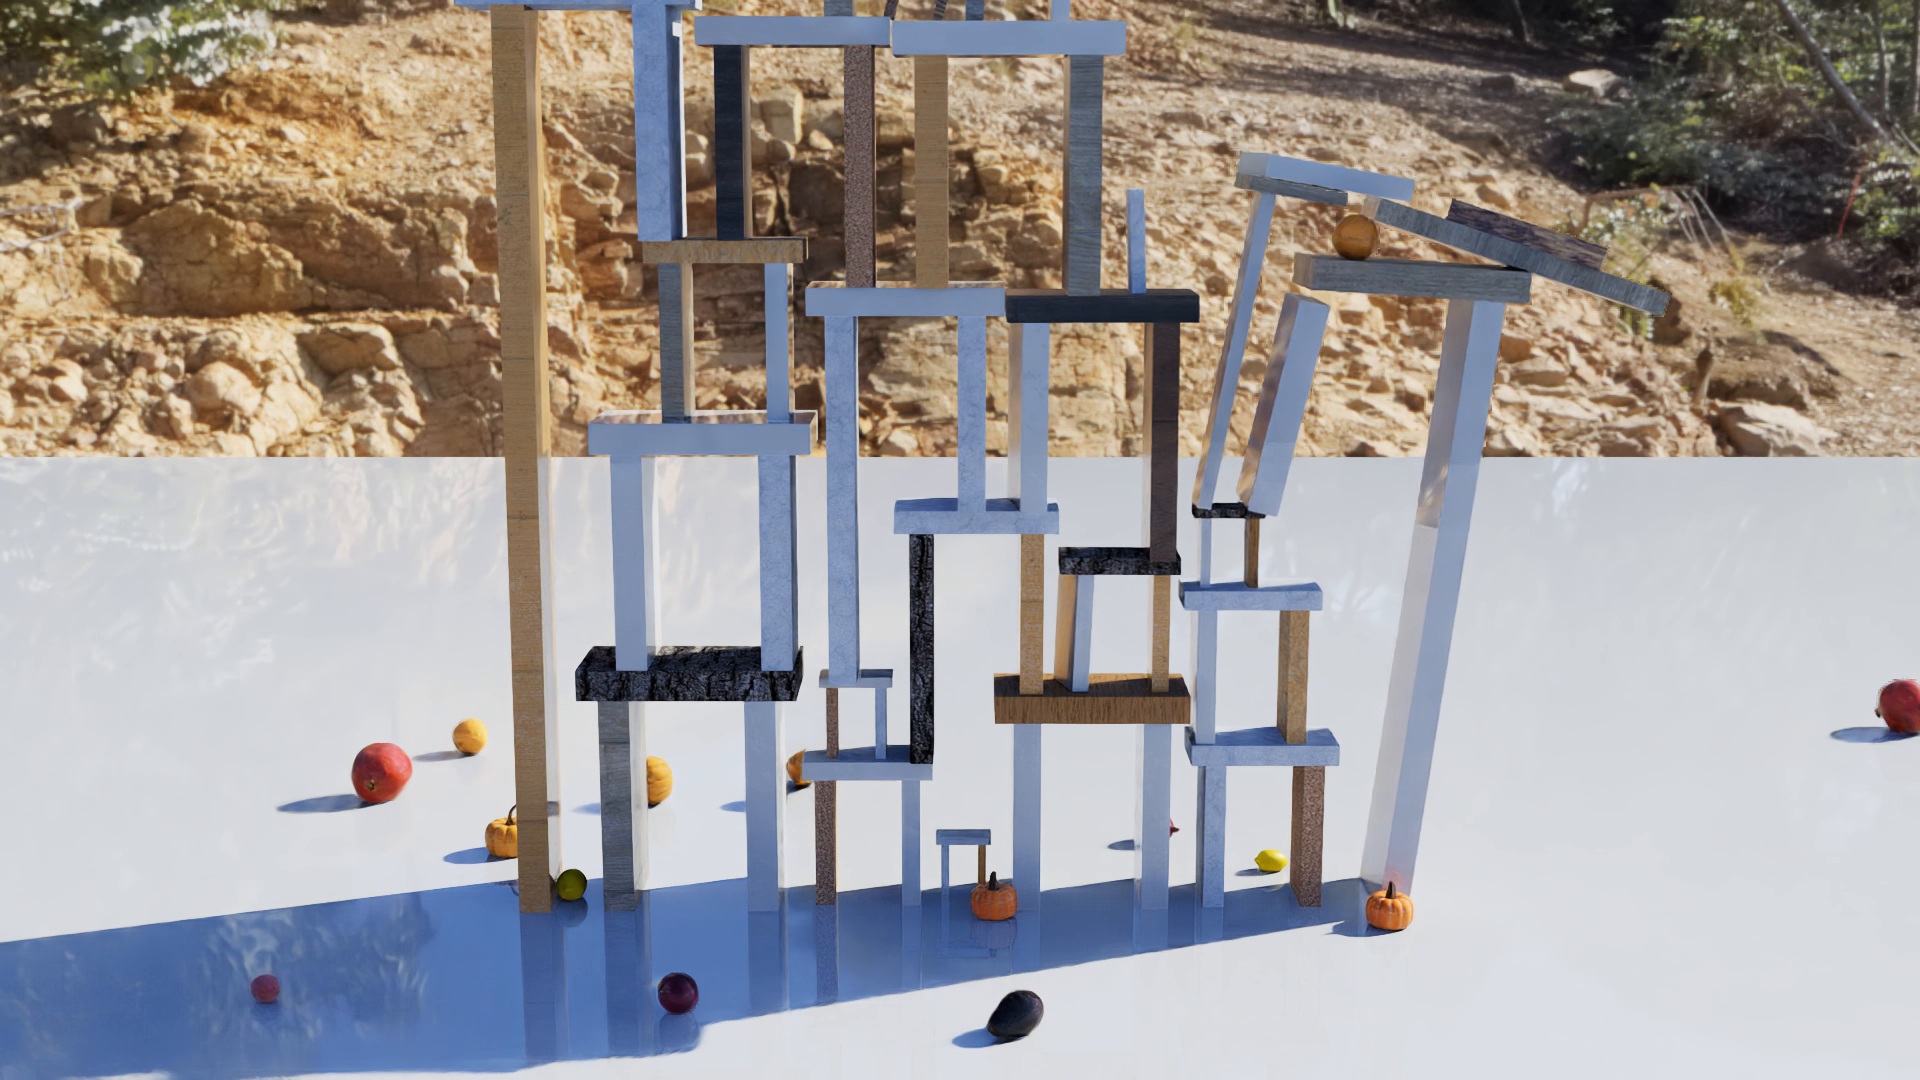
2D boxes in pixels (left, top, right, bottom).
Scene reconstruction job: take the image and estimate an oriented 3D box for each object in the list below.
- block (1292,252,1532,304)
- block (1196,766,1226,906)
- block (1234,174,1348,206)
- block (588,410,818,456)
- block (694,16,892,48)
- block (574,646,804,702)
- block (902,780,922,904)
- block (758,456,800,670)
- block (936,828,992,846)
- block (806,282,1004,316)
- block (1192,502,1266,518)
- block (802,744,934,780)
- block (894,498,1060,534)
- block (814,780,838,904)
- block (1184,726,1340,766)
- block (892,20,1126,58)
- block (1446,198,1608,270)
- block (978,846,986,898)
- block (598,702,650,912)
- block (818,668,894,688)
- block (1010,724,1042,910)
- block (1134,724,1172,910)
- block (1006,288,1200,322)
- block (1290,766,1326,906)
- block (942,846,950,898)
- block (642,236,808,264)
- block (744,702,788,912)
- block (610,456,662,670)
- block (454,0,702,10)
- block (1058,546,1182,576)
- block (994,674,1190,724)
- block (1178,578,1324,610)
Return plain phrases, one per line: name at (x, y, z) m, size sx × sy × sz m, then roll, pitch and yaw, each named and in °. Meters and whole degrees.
block at (0.711, -0.415, 3.478) m, size 0.339 × 0.048 × 0.170 m, roll 3°, pitch 10°, yaw -2°
block at (0.415, 0.473, 3.643) m, size 0.034 × 0.239 × 0.120 m, roll 0°, pitch 11°, yaw 0°
block at (0.520, -0.550, 3.453) m, size 0.161 × 0.023 × 0.081 m, roll 8°, pitch 10°, yaw -11°
block at (-0.409, -0.174, 3.532) m, size 0.348 × 0.049 × 0.174 m, roll 0°, pitch 11°, yaw 0°
block at (-0.255, -0.787, 3.413) m, size 0.296 × 0.042 × 0.148 m, roll 0°, pitch 11°, yaw 0°
block at (-0.439, 0.218, 3.604) m, size 0.353 × 0.050 × 0.176 m, roll 0°, pitch 11°, yaw 0°
block at (-0.080, 0.486, 3.648) m, size 0.030 × 0.212 × 0.106 m, roll 0°, pitch 11°, yaw 0°
block at (-0.293, 0.022, 3.568) m, size 0.049 × 0.348 × 0.174 m, roll 0°, pitch 11°, yaw 0°
block at (0.006, 0.494, 3.655) m, size 0.091 × 0.013 × 0.045 m, roll 0°, pitch 11°, yaw 0°
block at (-0.085, -0.384, 3.489) m, size 0.310 × 0.044 × 0.155 m, roll 0°, pitch 11°, yaw 0°
block at (0.434, -0.048, 3.556) m, size 0.113 × 0.016 × 0.057 m, roll 0°, pitch 11°, yaw 1°
block at (-0.151, 0.367, 3.626) m, size 0.212 × 0.030 × 0.106 m, roll 0°, pitch 11°, yaw 0°
block at (0.026, -0.040, 3.554) m, size 0.263 × 0.037 × 0.131 m, roll 0°, pitch 11°, yaw 0°
block at (-0.222, 0.486, 3.648) m, size 0.030 × 0.212 × 0.106 m, roll 0°, pitch 11°, yaw 0°
block at (0.495, 0.339, 3.619) m, size 0.239 × 0.034 × 0.120 m, roll 0°, pitch 11°, yaw 0°
block at (0.074, -0.776, 3.414) m, size 0.353 × 0.050 × 0.176 m, roll 0°, pitch 11°, yaw 0°
block at (0.895, -0.481, 3.480) m, size 0.248 × 0.035 × 0.124 m, roll 20°, pitch 10°, yaw 12°
block at (0.036, 0.545, 3.665) m, size 0.013 × 0.091 × 0.045 m, roll 0°, pitch 11°, yaw 0°
block at (-0.556, 0.416, 3.641) m, size 0.050 × 0.353 × 0.176 m, roll 0°, pitch 11°, yaw 0°
block at (-0.169, 0.226, 3.598) m, size 0.120 × 0.017 × 0.060 m, roll 0°, pitch 11°, yaw 0°
block at (0.109, 0.436, 3.641) m, size 0.044 × 0.314 × 0.157 m, roll 0°, pitch 11°, yaw 0°
block at (0.318, 0.436, 3.641) m, size 0.044 × 0.314 × 0.157 m, roll 0°, pitch 11°, yaw 0°
block at (0.223, -0.372, 3.490) m, size 0.299 × 0.042 × 0.149 m, roll 0°, pitch 11°, yaw 0°
block at (0.575, 0.473, 3.643) m, size 0.034 × 0.239 × 0.120 m, roll 0°, pitch 11°, yaw 0°
block at (-0.024, 0.545, 3.665) m, size 0.013 × 0.091 × 0.045 m, roll 0°, pitch 11°, yaw 0°
block at (-0.369, -0.459, 3.476) m, size 0.248 × 0.035 × 0.124 m, roll 0°, pitch 11°, yaw 0°
block at (-0.321, 0.416, 3.640) m, size 0.050 × 0.353 × 0.176 m, roll 0°, pitch 11°, yaw 0°
block at (-0.525, 0.022, 3.568) m, size 0.049 × 0.348 × 0.174 m, roll 0°, pitch 11°, yaw 0°
block at (-0.587, -0.849, 3.400) m, size 0.355 × 0.050 × 0.177 m, roll 0°, pitch 11°, yaw 0°
block at (0.258, 0.034, 3.568) m, size 0.193 × 0.027 × 0.096 m, roll 0°, pitch 11°, yaw 0°
block at (0.213, 0.259, 3.608) m, size 0.314 × 0.044 × 0.157 m, roll 0°, pitch 11°, yaw 0°
block at (0.471, 0.088, 3.579) m, size 0.221 × 0.031 × 0.111 m, roll 0°, pitch 11°, yaw 0°
